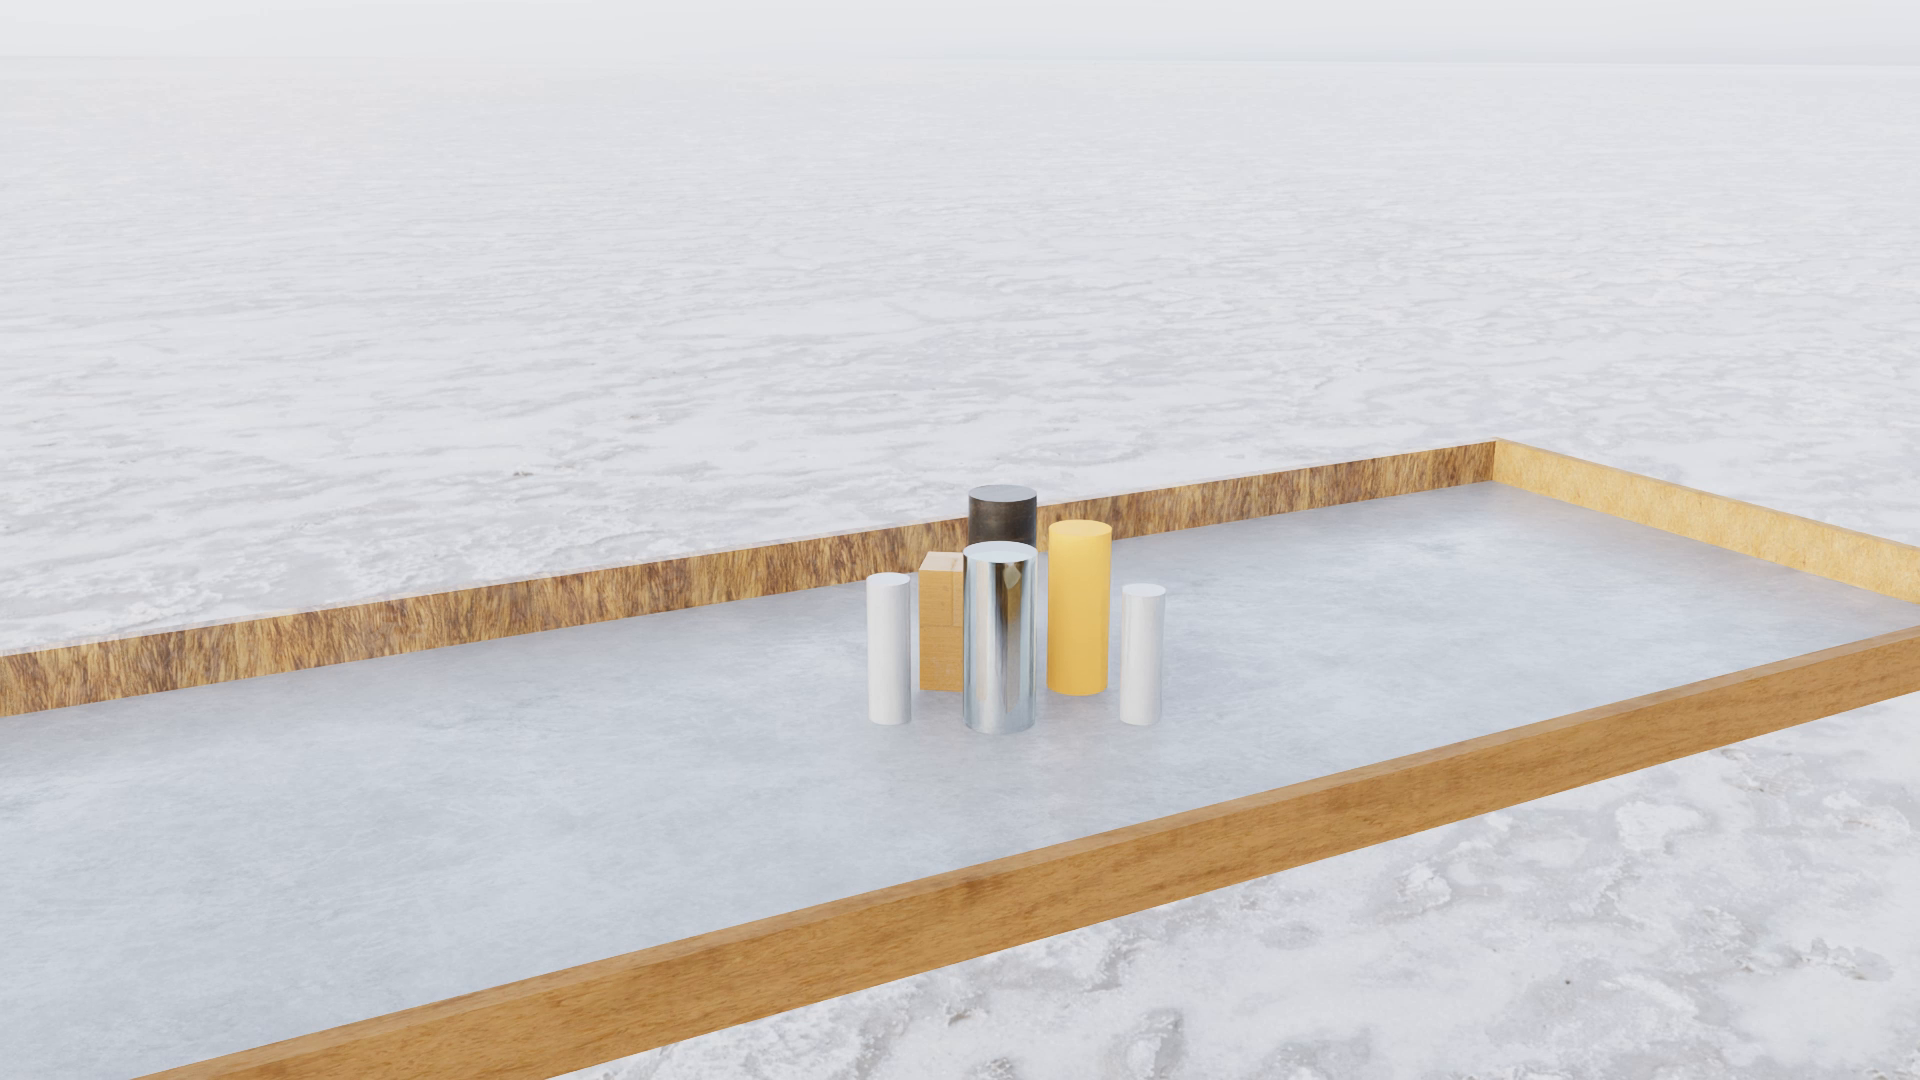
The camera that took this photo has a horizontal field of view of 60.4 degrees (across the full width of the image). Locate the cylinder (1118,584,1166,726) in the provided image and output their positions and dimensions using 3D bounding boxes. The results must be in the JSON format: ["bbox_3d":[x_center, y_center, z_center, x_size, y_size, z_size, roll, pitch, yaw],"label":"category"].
[{"bbox_3d":[0.428,0.268,3.877,0.101,0.318,0.101,0,16,0],"label":"cylinder"}]

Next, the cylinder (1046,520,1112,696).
[{"bbox_3d":[0.293,0.166,4.070,0.153,0.406,0.153,0,16,0],"label":"cylinder"}]

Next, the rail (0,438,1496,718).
[{"bbox_3d":[-3.305,0.497,3.399,12.000,0.150,0.050,-9,18,-27],"label":"rail"}]

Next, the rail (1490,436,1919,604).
[{"bbox_3d":[2.466,-0.048,5.253,0.050,0.150,2.100,-9,18,-27],"label":"rail"}]

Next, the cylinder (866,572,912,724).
[{"bbox_3d":[-0.167,0.255,3.878,0.102,0.343,0.102,0,16,0],"label":"cylinder"}]

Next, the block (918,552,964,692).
[{"bbox_3d":[-0.012,0.203,4.112,0.156,0.312,0.156,2,17,7],"label":"block"}]

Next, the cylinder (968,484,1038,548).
[{"bbox_3d":[0.111,0.080,4.337,0.179,0.421,0.179,0,16,0],"label":"cylinder"}]

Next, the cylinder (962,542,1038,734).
[{"bbox_3d":[0.093,0.226,3.846,0.172,0.417,0.172,0,16,0],"label":"cylinder"}]

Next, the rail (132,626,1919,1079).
[{"bbox_3d":[-2.336,1.006,1.665,12.000,0.150,0.050,-9,18,-27],"label":"rail"}]
